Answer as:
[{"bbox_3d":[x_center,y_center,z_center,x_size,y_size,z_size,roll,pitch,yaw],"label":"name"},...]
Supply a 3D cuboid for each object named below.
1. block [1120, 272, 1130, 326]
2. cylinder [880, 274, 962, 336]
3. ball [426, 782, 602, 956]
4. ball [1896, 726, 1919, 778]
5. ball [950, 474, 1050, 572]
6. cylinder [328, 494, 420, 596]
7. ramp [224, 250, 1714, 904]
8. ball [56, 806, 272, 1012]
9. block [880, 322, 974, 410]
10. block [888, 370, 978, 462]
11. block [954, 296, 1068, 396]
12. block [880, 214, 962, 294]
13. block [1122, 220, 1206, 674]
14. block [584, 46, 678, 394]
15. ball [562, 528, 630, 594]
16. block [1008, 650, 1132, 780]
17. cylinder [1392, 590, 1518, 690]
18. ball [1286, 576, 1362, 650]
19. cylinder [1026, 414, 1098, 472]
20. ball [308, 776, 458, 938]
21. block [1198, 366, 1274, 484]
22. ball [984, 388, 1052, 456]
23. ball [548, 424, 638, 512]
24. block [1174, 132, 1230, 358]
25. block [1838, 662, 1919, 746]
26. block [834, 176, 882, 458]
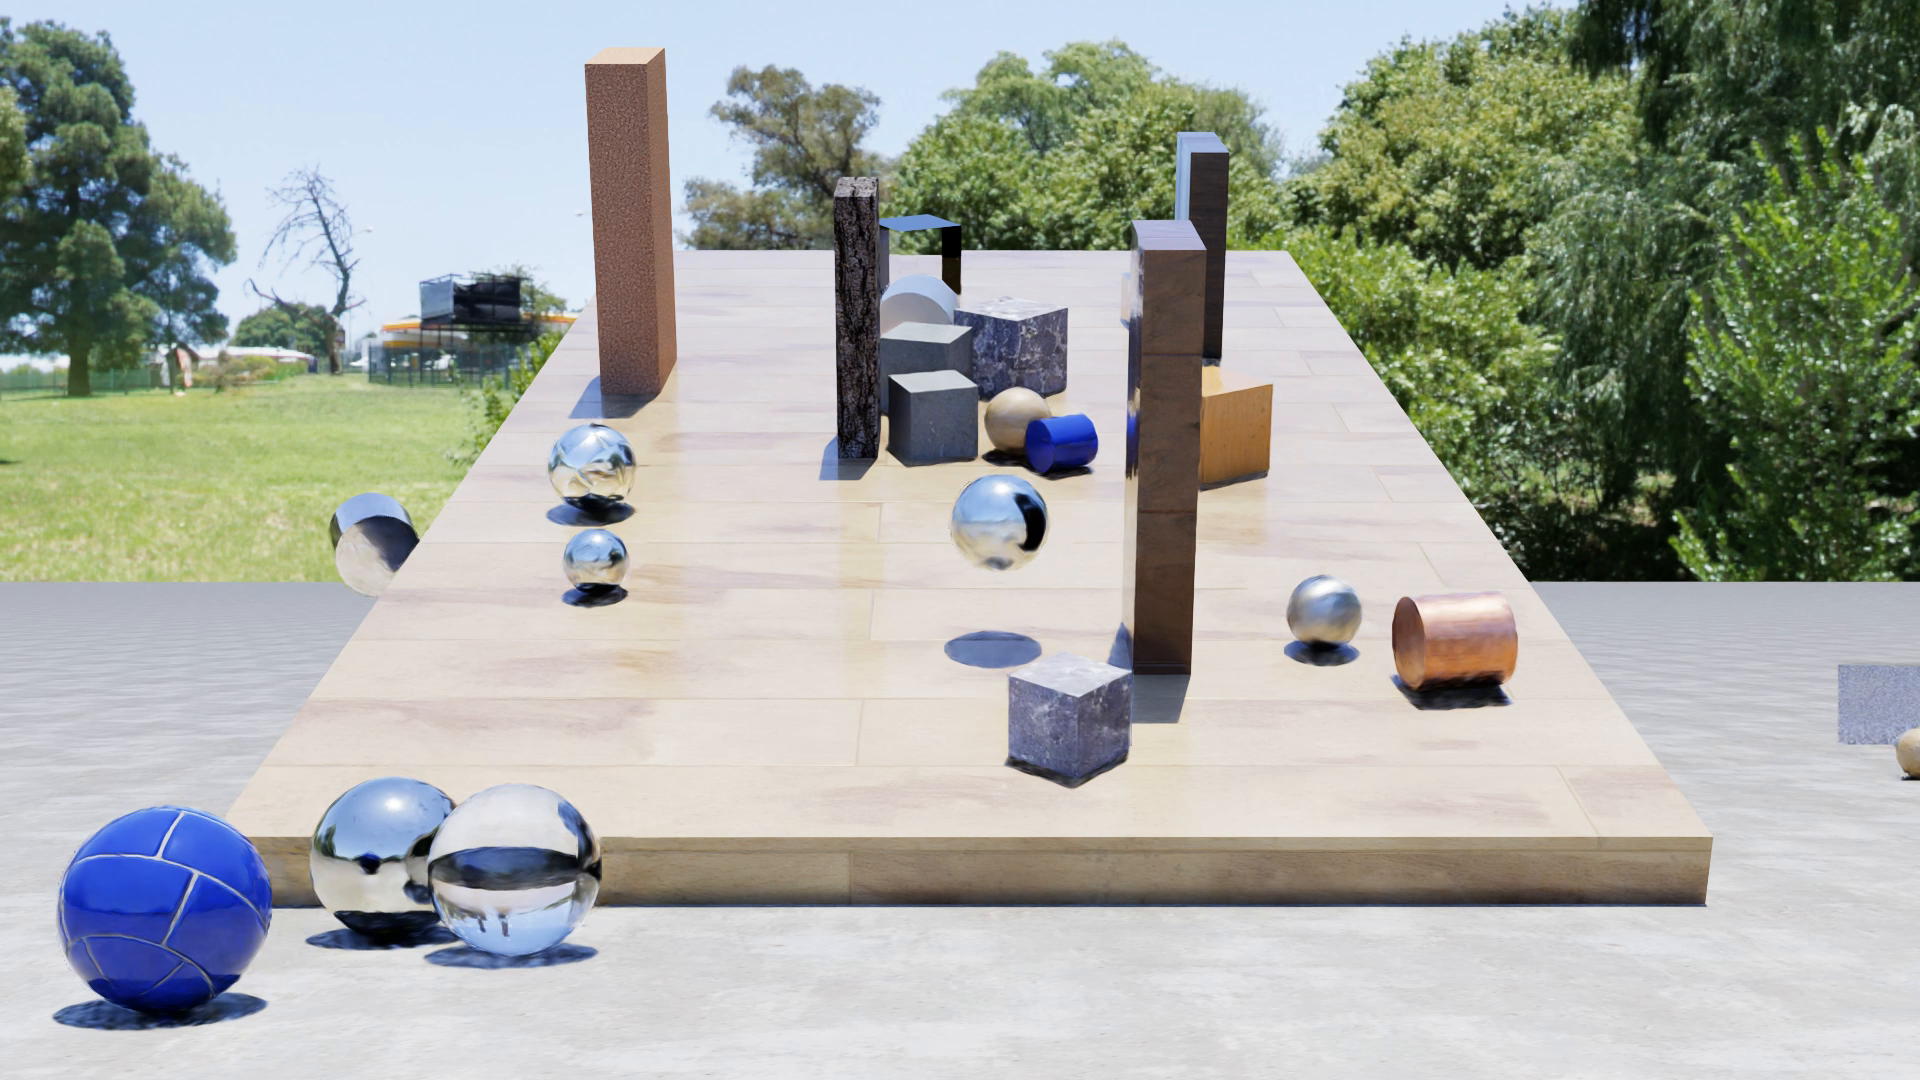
[{"bbox_3d":[0.491,-0.627,5.855,0.119,0.119,0.119,-2,19,-7],"label":"block"},{"bbox_3d":[-0.107,-0.512,5.369,0.207,0.207,0.207,0,18,6],"label":"cylinder"},{"bbox_3d":[-0.518,0.383,2.613,0.200,0.200,0.200,0,-1,0],"label":"ball"},{"bbox_3d":[2.094,0.463,4.877,0.113,0.113,0.113,0,-1,0],"label":"ball"},{"bbox_3d":[0.065,-0.027,3.629,0.161,0.161,0.161,0,-1,0],"label":"ball"},{"bbox_3d":[-1.418,0.009,5.439,0.202,0.202,0.202,0,16,-21],"label":"cylinder"},{"bbox_3d":[-0.004,-0.192,4.898,2.000,0.100,4.000,0,18,0],"label":"ramp"},{"bbox_3d":[-0.807,0.374,2.281,0.208,0.208,0.208,0,-1,0],"label":"ball"},{"bbox_3d":[-0.076,-0.387,5.061,0.166,0.166,0.166,6,19,18],"label":"block"},{"bbox_3d":[-0.056,-0.262,4.715,0.149,0.149,0.149,-6,20,-19],"label":"block"},{"bbox_3d":[0.117,-0.445,5.201,0.188,0.188,0.188,15,24,38],"label":"block"},{"bbox_3d":[-0.126,-0.781,6.200,0.191,0.191,0.191,-10,21,-28],"label":"block"},{"bbox_3d":[0.318,-0.147,3.541,0.092,0.676,0.242,0,18,0],"label":"block"},{"bbox_3d":[-0.759,-0.745,5.210,0.136,0.749,0.340,0,18,0],"label":"block"},{"bbox_3d":[-0.628,0.037,3.873,0.115,0.115,0.115,0,-1,0],"label":"ball"},{"bbox_3d":[0.158,0.250,3.224,0.125,0.125,0.125,15,24,38],"label":"block"},{"bbox_3d":[0.764,0.156,3.473,0.146,0.146,0.146,-3,0,-9],"label":"cylinder"},{"bbox_3d":[0.588,0.118,3.625,0.122,0.122,0.122,0,-1,0],"label":"ball"},{"bbox_3d":[0.207,-0.199,4.592,0.108,0.108,0.108,-11,5,-29],"label":"cylinder"},{"bbox_3d":[-0.693,0.387,2.741,0.197,0.197,0.197,0,-1,0],"label":"ball"},{"bbox_3d":[0.507,-0.237,4.590,0.182,0.182,0.182,-13,22,-34],"label":"block"},{"bbox_3d":[0.122,-0.247,4.679,0.143,0.143,0.143,0,-1,0],"label":"ball"},{"bbox_3d":[-0.706,-0.139,4.314,0.169,0.169,0.169,0,-1,0],"label":"ball"},{"bbox_3d":[0.596,-0.739,5.586,0.092,0.502,0.336,0,18,0],"label":"block"},{"bbox_3d":[2.455,0.432,5.938,0.207,0.207,0.207,-1,-1,33],"label":"block"},{"bbox_3d":[-0.213,-0.467,4.702,0.084,0.547,0.241,0,18,0],"label":"block"}]
